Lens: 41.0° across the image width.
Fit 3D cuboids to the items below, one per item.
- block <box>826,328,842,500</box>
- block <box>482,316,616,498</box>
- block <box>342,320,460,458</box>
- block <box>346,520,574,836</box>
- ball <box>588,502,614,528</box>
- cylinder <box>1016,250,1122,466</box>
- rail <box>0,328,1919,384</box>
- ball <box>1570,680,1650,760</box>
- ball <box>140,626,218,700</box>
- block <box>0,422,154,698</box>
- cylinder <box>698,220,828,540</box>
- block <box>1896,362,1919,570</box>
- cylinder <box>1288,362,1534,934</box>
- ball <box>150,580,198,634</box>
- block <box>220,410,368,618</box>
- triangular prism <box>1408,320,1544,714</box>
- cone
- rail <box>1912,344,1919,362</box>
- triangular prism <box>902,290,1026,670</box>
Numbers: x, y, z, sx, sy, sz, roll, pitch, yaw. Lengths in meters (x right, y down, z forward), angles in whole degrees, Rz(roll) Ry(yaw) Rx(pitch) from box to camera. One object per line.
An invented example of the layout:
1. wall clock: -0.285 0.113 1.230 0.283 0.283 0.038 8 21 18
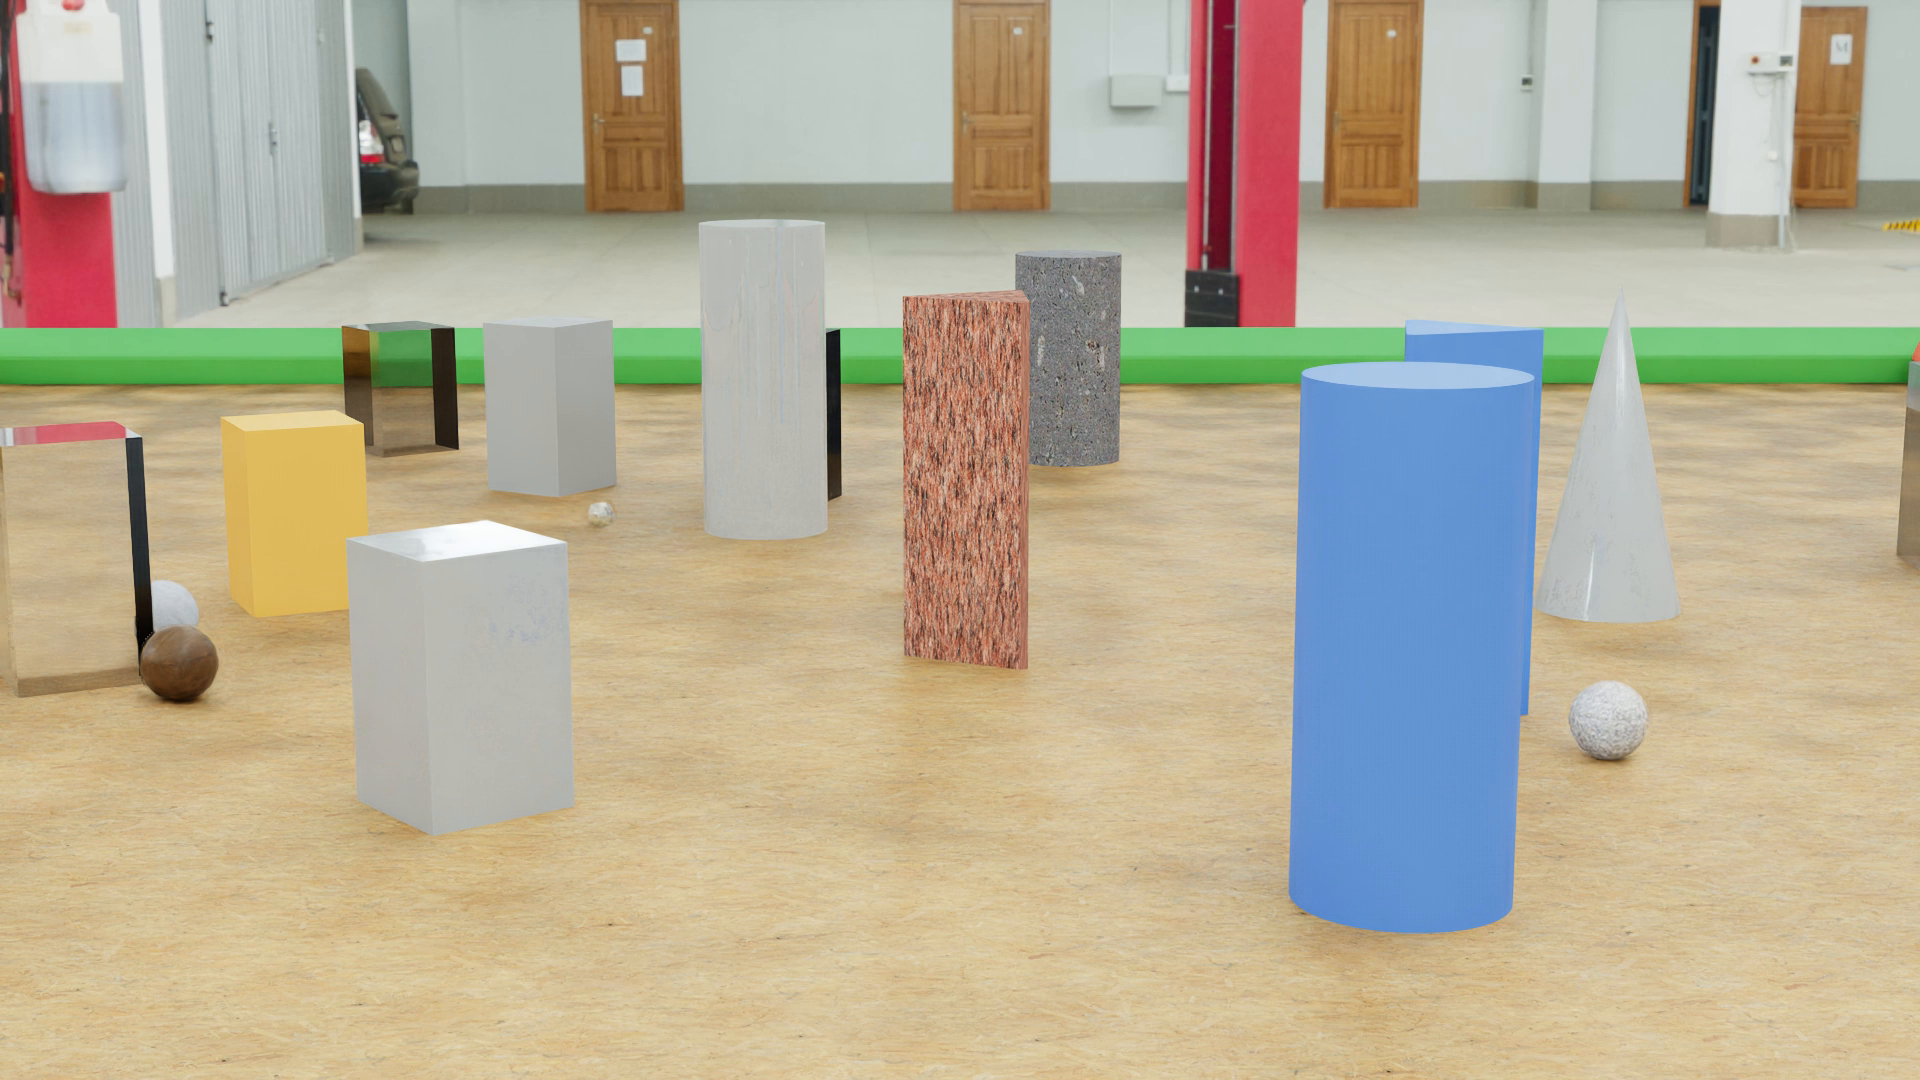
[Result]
1. block: -0.302 -0.208 4.319 0.157 0.286 0.157 4 11 19
2. block: -0.711 -0.235 4.454 0.157 0.290 0.157 6 12 30
3. block: -1.069 -0.290 4.901 0.157 0.236 0.157 -8 13 -38
4. block: -0.494 0.132 2.538 0.157 0.267 0.157 -9 14 -39
5. ball: -0.572 -0.041 4.087 0.042 0.042 0.042 0 11 0
6. cylinder: 0.200 -0.340 4.767 0.196 0.382 0.196 0 11 0
7. rail: -0.014 -0.422 5.903 4.497 0.128 0.045 0 11 0
8. ball: 0.689 0.191 2.723 0.083 0.083 0.083 0 11 0
9. ball: -0.905 0.143 2.972 0.087 0.087 0.087 0 11 0
10. block: -1.066 0.019 3.066 0.157 0.296 0.157 -6 12 -29
11. cylinder: -0.308 -0.255 4.033 0.196 0.483 0.196 0 11 0
12. block: 1.480 -0.105 3.747 0.157 0.293 0.157 1 11 4
13. cylinder: 0.390 0.088 2.233 0.196 0.465 0.196 0 11 0
14. ball: -1.002 0.095 3.219 0.091 0.091 0.091 0 11 0
15. block: -0.907 -0.039 3.502 0.157 0.251 0.157 -5 12 -27
16. triangular prism: 0.542 -0.025 2.916 0.170 0.438 0.147 -4 11 -20
17. cone: 0.878 -0.125 3.446 0.196 0.441 0.196 0 11 0
18. rail: 2.225 0.030 3.461 0.045 0.128 5.040 0 11 0
19. triangular prism: 0.039 -0.081 3.192 0.170 0.448 0.147 6 12 28
